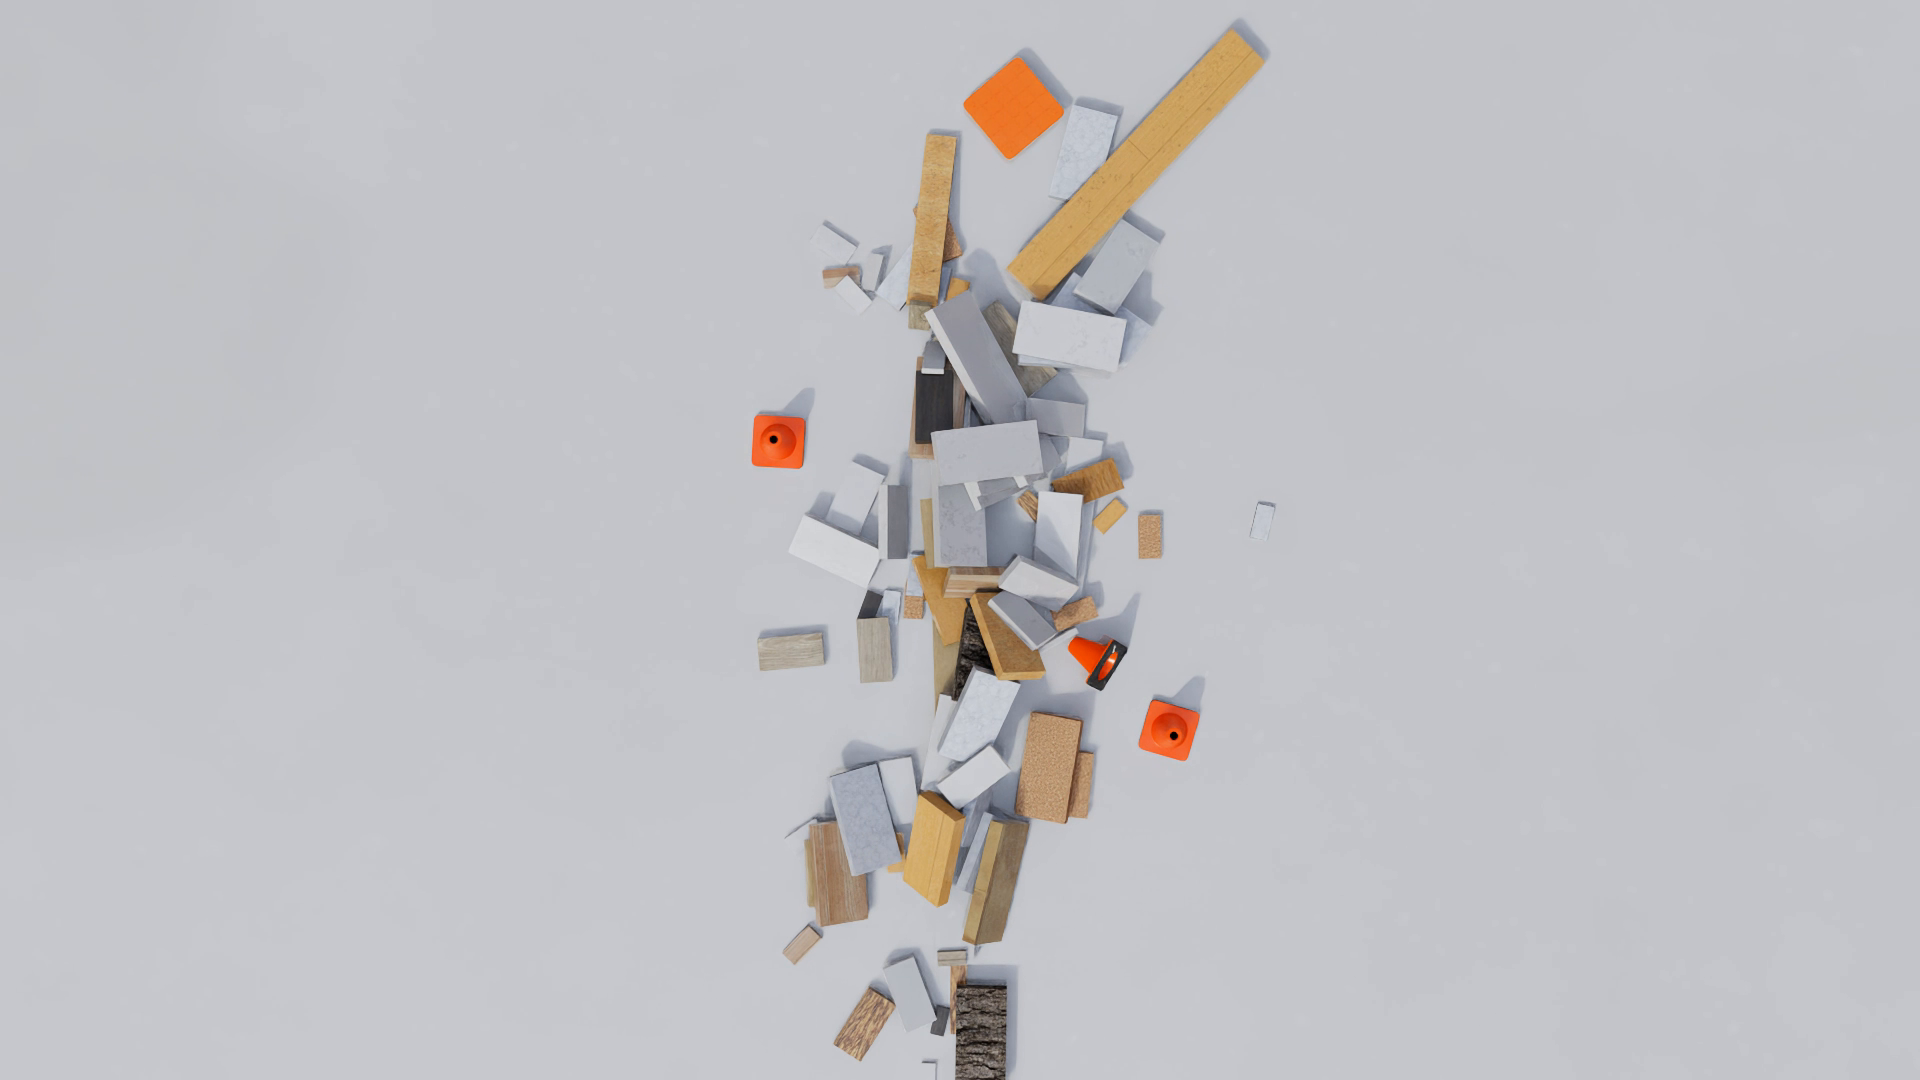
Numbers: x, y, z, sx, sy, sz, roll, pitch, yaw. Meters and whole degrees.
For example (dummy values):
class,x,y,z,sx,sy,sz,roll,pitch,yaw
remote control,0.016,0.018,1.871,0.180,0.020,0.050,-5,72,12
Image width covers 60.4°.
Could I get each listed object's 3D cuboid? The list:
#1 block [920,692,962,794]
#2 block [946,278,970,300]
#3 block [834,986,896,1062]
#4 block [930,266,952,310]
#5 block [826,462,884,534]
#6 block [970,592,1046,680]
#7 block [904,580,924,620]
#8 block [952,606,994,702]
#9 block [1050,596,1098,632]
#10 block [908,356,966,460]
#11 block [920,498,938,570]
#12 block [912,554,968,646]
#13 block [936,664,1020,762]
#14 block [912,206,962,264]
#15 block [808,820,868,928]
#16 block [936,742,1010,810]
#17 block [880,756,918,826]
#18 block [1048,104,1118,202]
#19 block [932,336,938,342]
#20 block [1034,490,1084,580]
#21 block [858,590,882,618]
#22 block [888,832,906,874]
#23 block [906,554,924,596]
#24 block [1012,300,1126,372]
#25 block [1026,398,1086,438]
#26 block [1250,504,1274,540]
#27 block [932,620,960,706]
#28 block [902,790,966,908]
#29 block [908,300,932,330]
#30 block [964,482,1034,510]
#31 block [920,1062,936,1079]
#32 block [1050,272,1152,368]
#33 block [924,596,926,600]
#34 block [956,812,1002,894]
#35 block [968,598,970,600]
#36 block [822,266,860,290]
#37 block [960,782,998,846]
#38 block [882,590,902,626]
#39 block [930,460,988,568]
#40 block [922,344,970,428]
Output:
class,x,y,z,sx,sy,sz,roll,pitch,yaw
block,-0.019,0.668,5.370,0.159,0.045,0.318,11,94,-2
block,-0.019,-0.796,5.490,0.073,0.021,0.146,16,90,0
block,-0.316,1.608,5.484,0.110,0.031,0.220,33,90,0
block,-0.076,-0.835,5.478,0.073,0.021,0.146,12,89,18
block,-0.355,-0.126,5.483,0.121,0.034,0.243,24,90,0
block,0.153,0.308,5.308,0.156,0.044,0.311,0,52,-28
block,-0.153,0.200,5.491,0.063,0.018,0.125,3,90,0
block,0.074,0.383,5.352,0.156,0.044,0.311,14,70,-15
block,0.378,0.244,5.459,0.145,0.021,0.072,-21,90,0
block,-0.068,-0.427,5.362,0.167,0.047,0.334,4,76,5
block,-0.064,-0.023,5.386,0.115,0.033,0.229,-5,79,-7
block,-0.050,0.187,5.418,0.115,0.033,0.307,-19,81,-16
block,0.059,0.565,5.273,0.156,0.044,0.311,19,106,-16
block,-0.074,-1.025,5.486,0.100,0.028,0.201,-21,90,0
block,-0.401,1.095,5.444,0.166,0.047,0.331,-5,91,-23
block,0.043,0.760,5.290,0.216,0.031,0.108,-38,99,5
block,-0.198,0.834,5.485,0.107,0.030,0.214,-9,90,0
block,0.408,-1.272,5.478,0.154,0.044,0.309,15,90,0
block,-0.043,-0.713,5.444,0.021,0.073,0.146,32,96,-2
block,0.324,-0.014,5.429,0.143,0.041,0.286,6,97,13
block,-0.301,0.228,5.492,0.055,0.016,0.111,20,90,0
block,-0.215,1.042,5.491,0.063,0.018,0.126,-6,90,0
block,-0.145,0.118,5.478,0.055,0.016,0.137,5,78,0
block,0.356,-0.662,5.363,0.344,0.049,0.172,11,94,2
block,0.313,-0.402,5.428,0.217,0.031,0.108,4,90,-33
block,1.006,-0.059,5.492,0.057,0.016,0.113,14,90,0
block,-0.007,0.422,5.441,0.159,0.045,0.318,-2,78,-1
block,-0.086,1.004,5.361,0.171,0.048,0.342,31,122,37
block,-0.133,-0.740,5.432,0.071,0.141,0.020,7,64,0
block,0.125,-0.193,5.415,0.238,0.034,0.119,-25,92,-36
block,-0.107,1.788,5.493,0.047,0.013,0.094,3,90,0
block,0.458,-0.724,5.427,0.317,0.045,0.158,35,75,1
block,-0.109,0.151,5.475,0.014,0.051,0.102,4,90,0
block,0.080,1.036,5.412,0.037,0.130,0.260,13,75,37
block,0.111,0.223,5.453,0.115,0.033,0.230,-27,89,-17
block,-0.395,-0.873,5.491,0.121,0.017,0.060,-6,90,0
block,0.055,0.869,5.381,0.037,0.130,0.260,18,89,24
block,-0.230,0.225,5.492,0.055,0.016,0.111,6,90,0
block,-0.004,-0.102,5.368,0.167,0.047,0.386,4,76,-26
block,-0.048,-0.476,5.423,0.167,0.047,0.334,2,76,4
